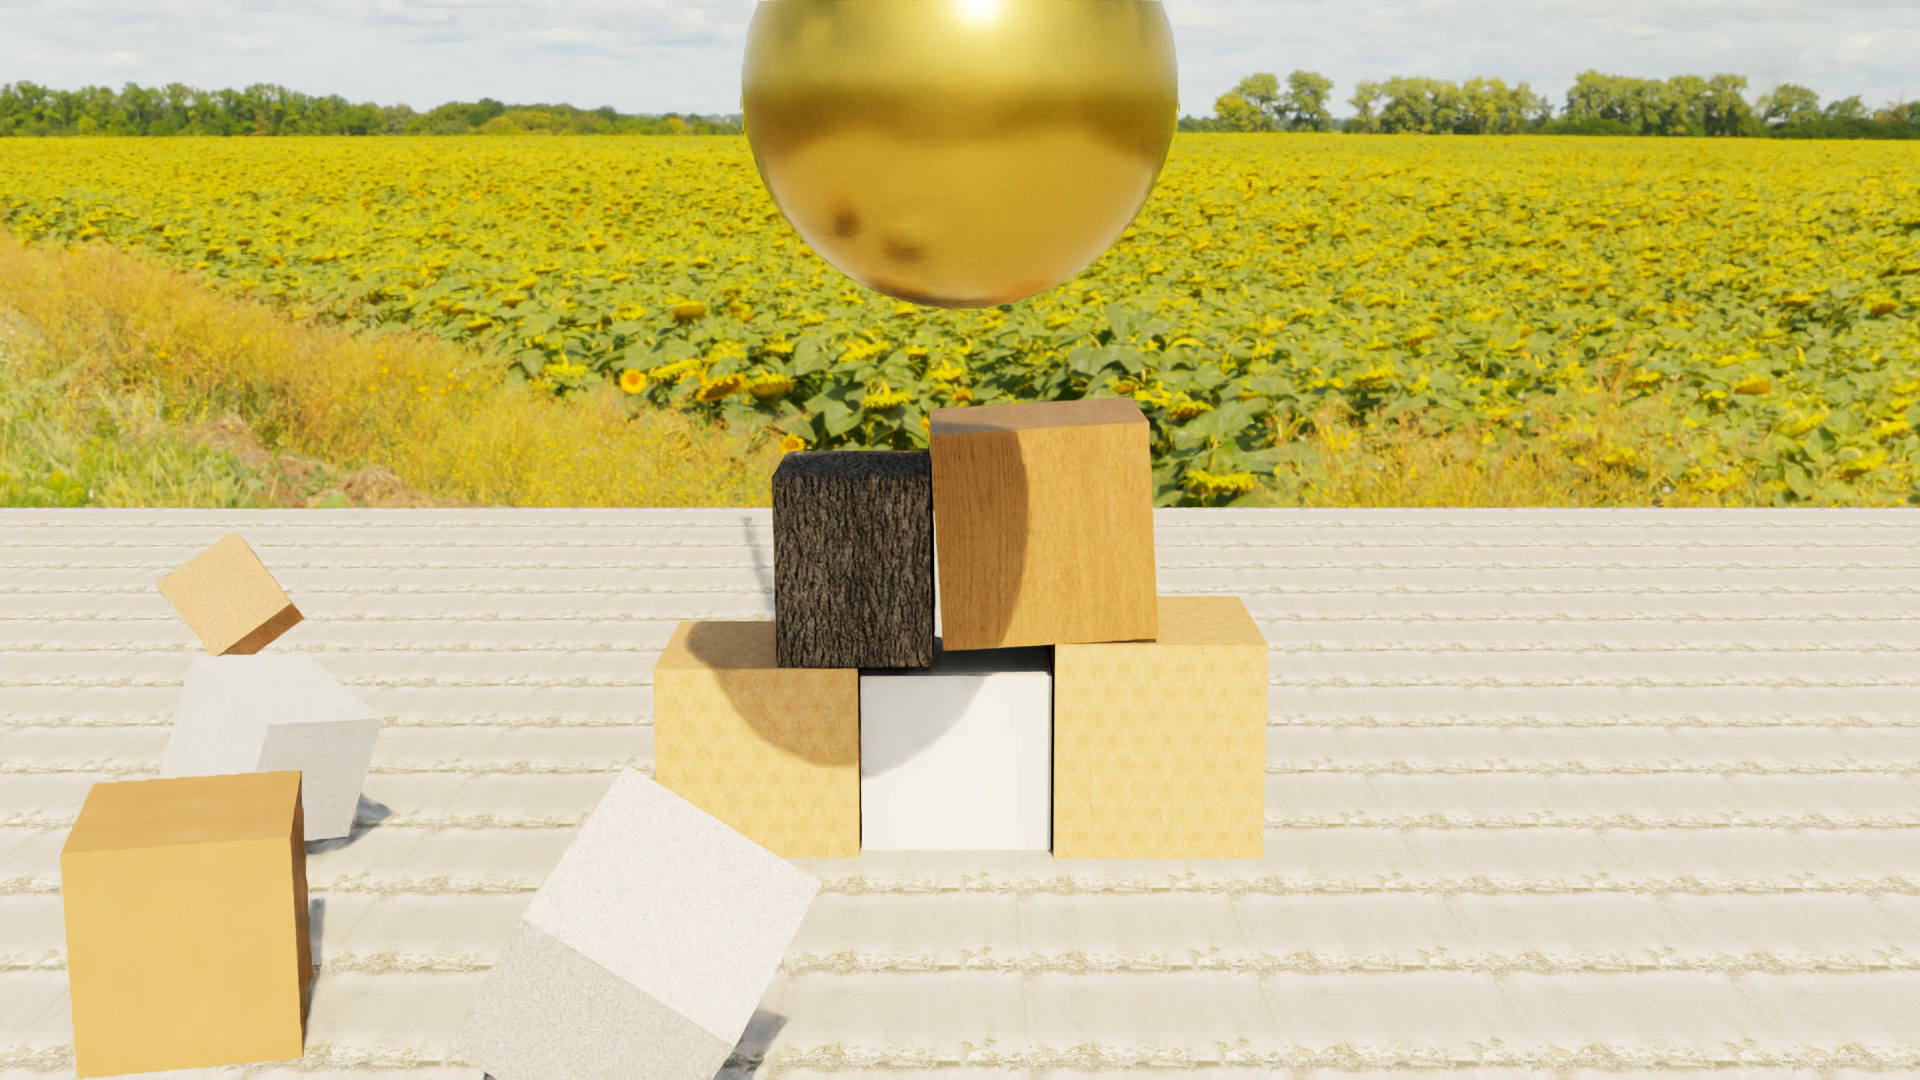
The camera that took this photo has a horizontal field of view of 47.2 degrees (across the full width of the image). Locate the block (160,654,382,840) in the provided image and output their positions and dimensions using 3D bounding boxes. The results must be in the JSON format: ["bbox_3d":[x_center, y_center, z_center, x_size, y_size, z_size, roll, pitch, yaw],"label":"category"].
[{"bbox_3d":[-3.397,1.022,10.834,0.717,0.662,0.643,30,18,35],"label":"block"}]

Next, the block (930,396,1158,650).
[{"bbox_3d":[0.408,-0.105,11.133,1.053,1.063,1.034,-3,10,0],"label":"block"}]

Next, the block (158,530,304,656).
[{"bbox_3d":[-3.928,0.333,11.874,0.485,0.500,0.479,-38,-4,-14],"label":"block"}]

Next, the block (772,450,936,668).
[{"bbox_3d":[-0.519,0.078,11.109,0.760,0.942,0.908,-1,10,1],"label":"block"}]

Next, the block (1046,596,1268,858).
[{"bbox_3d":[0.983,0.939,11.371,1.037,1.083,1.166,0,10,0],"label":"block"}]

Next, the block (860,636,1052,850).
[{"bbox_3d":[-0.019,1.034,11.376,0.945,0.895,0.881,0,10,0],"label":"block"}]

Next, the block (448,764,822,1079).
[{"bbox_3d":[-1.128,1.485,7.694,0.812,0.771,0.843,32,35,-2],"label":"block"}]

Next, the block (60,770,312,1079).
[{"bbox_3d":[-3.059,1.505,8.793,0.820,0.892,0.942,-3,11,-14],"label":"block"}]

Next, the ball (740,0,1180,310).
[{"bbox_3d":[0.000,-1.648,8.058,1.600,1.600,1.600,0,10,0],"label":"ball"}]

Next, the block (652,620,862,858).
[{"bbox_3d":[-0.999,1.005,11.352,0.998,0.961,1.090,0,10,0],"label":"block"}]
